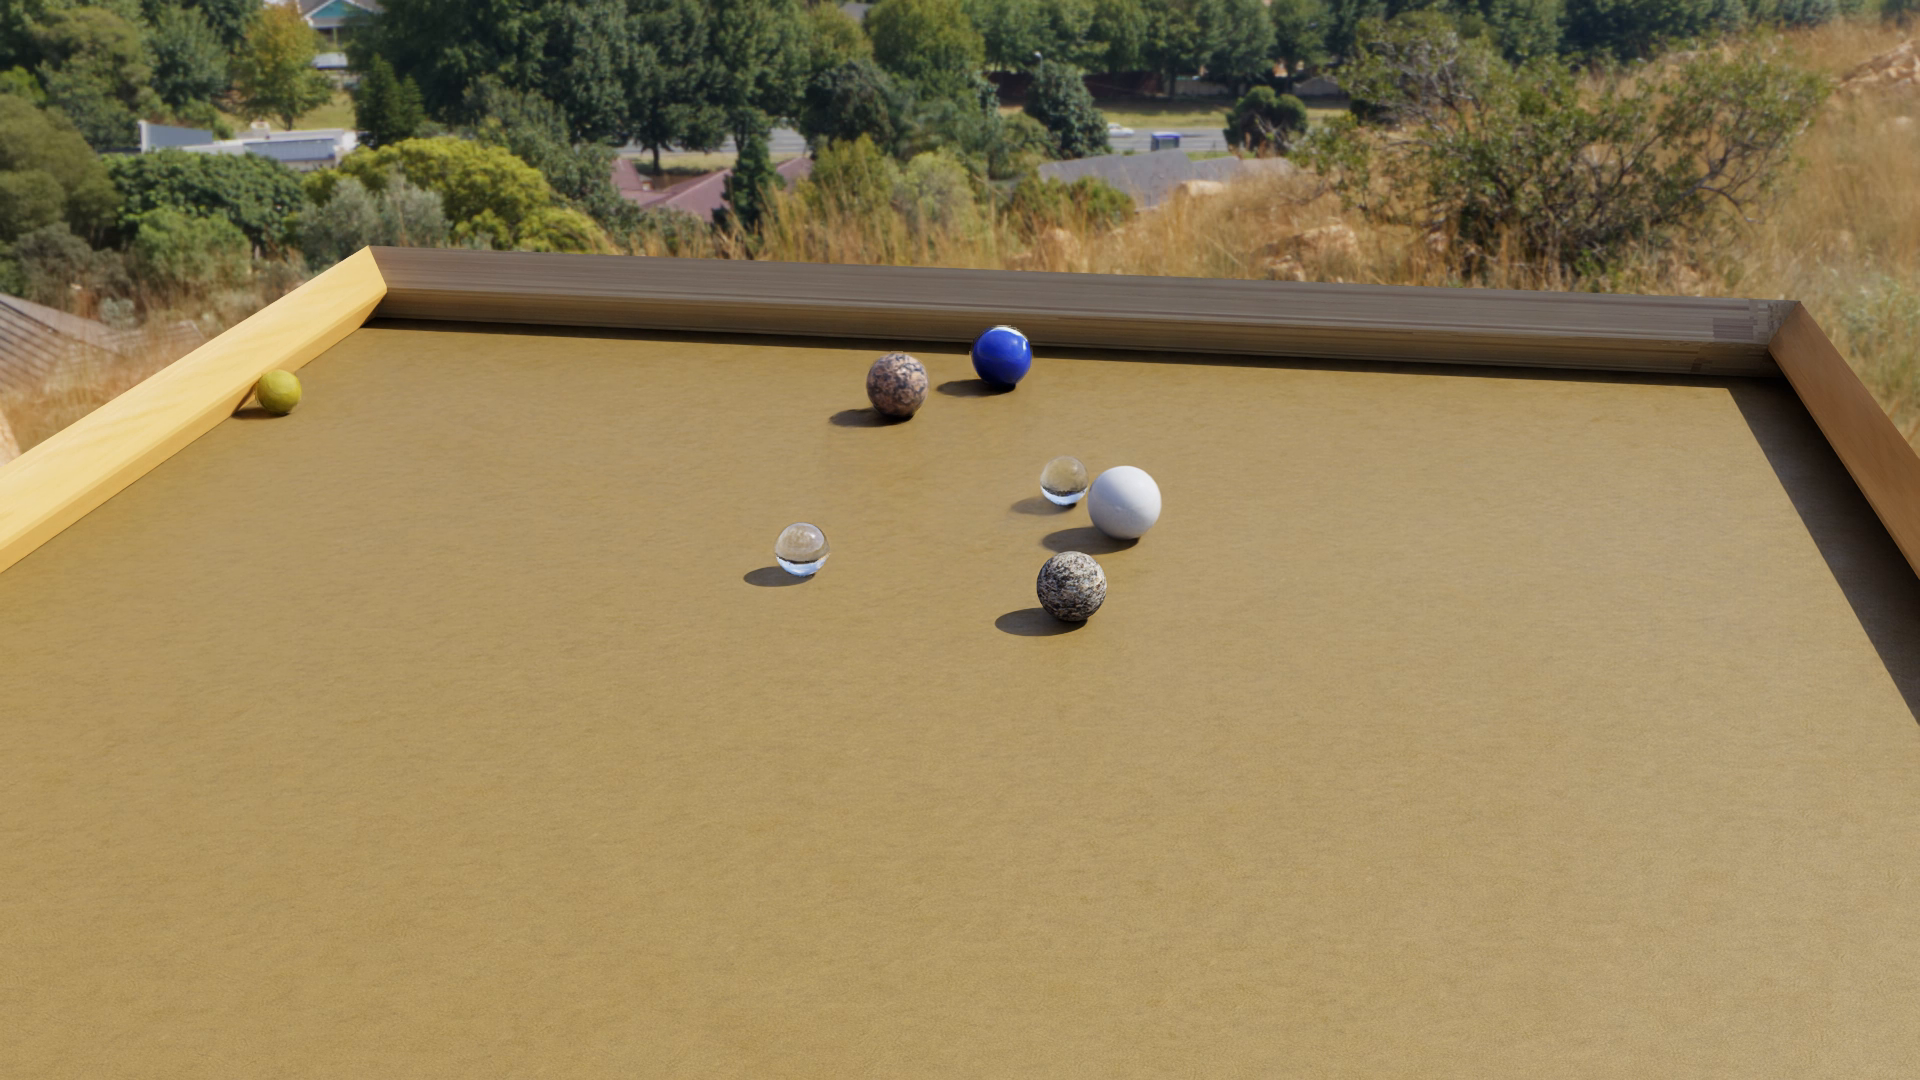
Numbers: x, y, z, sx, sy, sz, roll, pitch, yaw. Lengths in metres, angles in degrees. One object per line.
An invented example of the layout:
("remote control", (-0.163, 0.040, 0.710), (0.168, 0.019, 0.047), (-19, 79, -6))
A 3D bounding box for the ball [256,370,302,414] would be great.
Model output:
("ball", (-0.937, -0.204, 3.028), (0.060, 0.060, 0.060), (0, 22, 0))

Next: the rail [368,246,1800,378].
("rail", (0.133, -0.340, 3.297), (2.157, 0.114, 0.045), (3, 22, 8))

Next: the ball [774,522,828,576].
("ball", (-0.179, 0.010, 2.485), (0.061, 0.061, 0.061), (0, 22, 0))

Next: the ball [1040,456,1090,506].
("ball", (0.128, -0.073, 2.695), (0.060, 0.060, 0.060), (0, 22, 0))

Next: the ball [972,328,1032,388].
("ball", (0.060, -0.260, 3.135), (0.086, 0.086, 0.086), (0, 22, 0))

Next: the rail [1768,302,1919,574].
("rail", (0.906, 0.371, 1.500), (0.045, 0.114, 3.636), (3, 22, 8))

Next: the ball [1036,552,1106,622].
("ball", (0.120, 0.050, 2.364), (0.076, 0.076, 0.076), (0, 22, 0))

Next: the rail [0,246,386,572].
("rail", (-1.180, 0.254, 1.795), (0.045, 0.114, 3.636), (3, 22, 8))

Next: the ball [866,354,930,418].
("ball", (-0.085, -0.211, 3.010), (0.086, 0.086, 0.086), (0, 22, 0))

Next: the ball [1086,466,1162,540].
("ball", (0.193, -0.043, 2.584), (0.088, 0.088, 0.088), (0, 22, 0))
